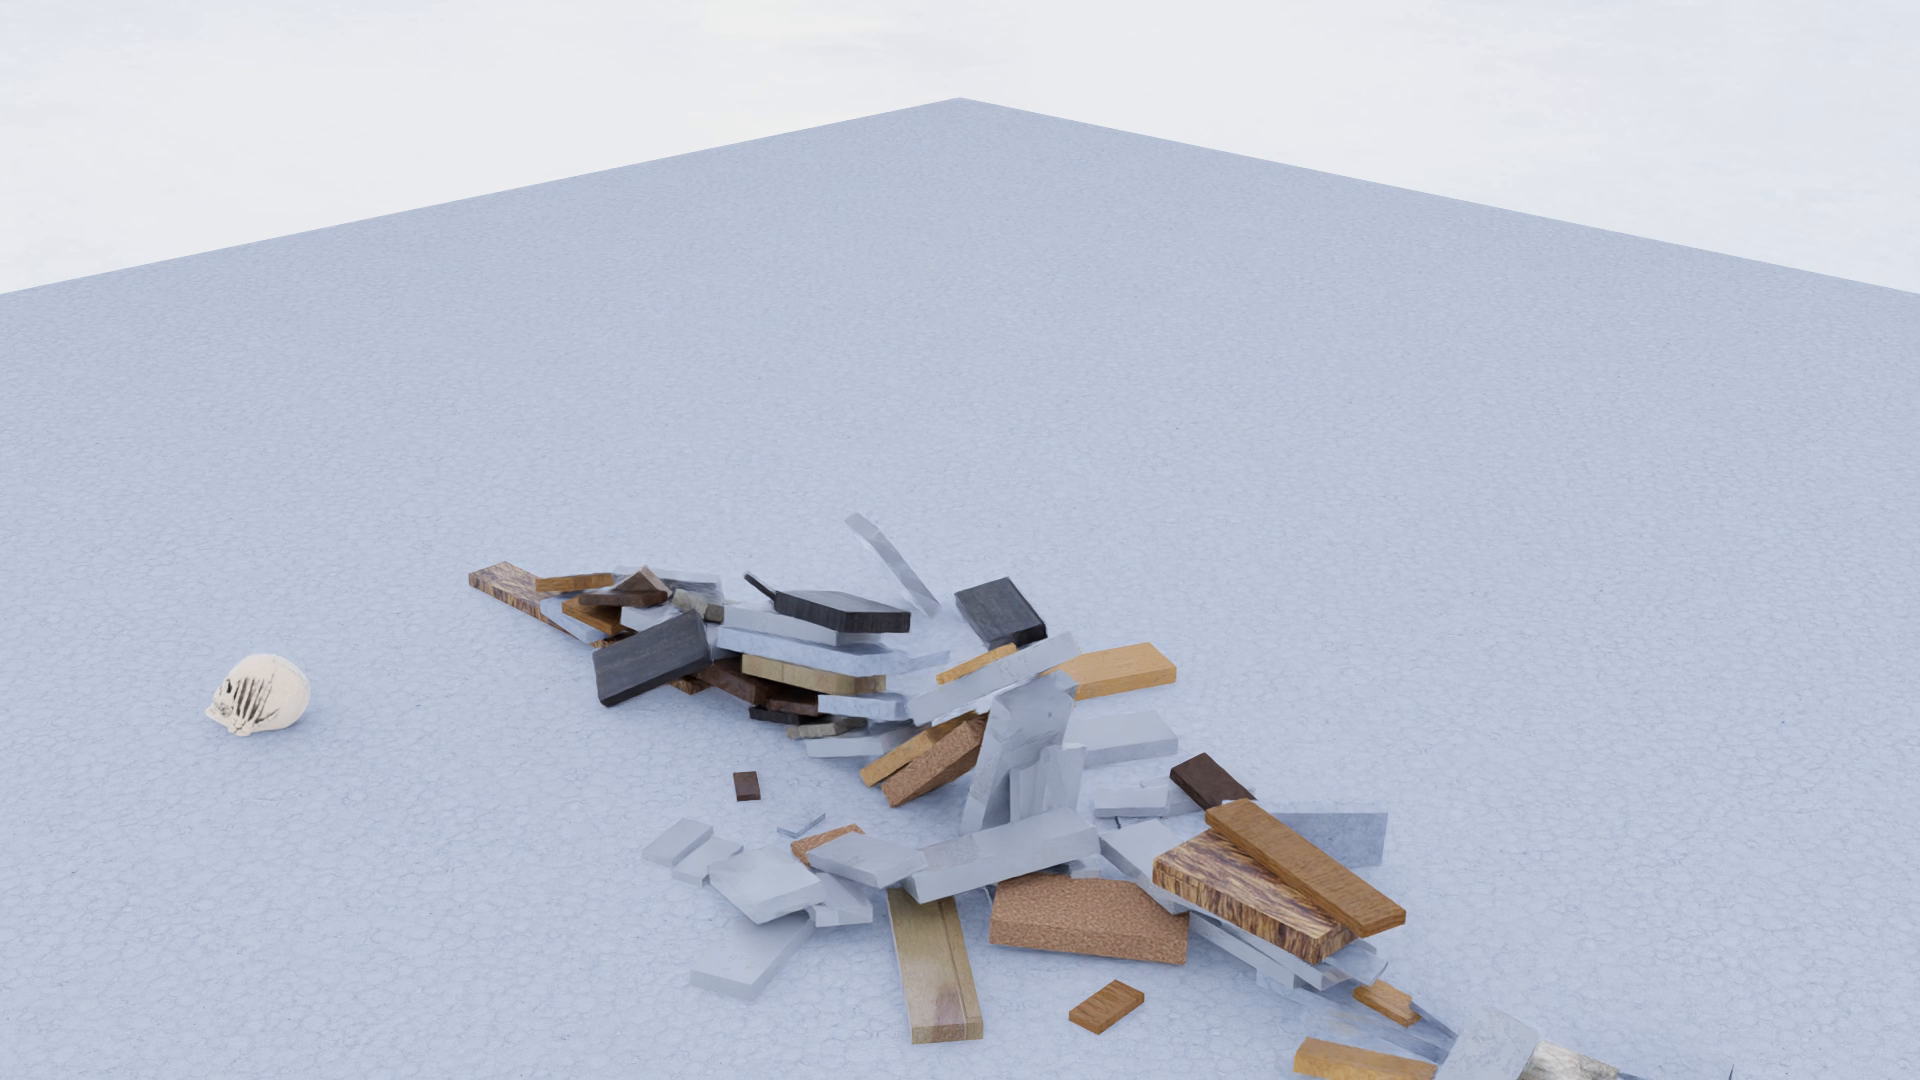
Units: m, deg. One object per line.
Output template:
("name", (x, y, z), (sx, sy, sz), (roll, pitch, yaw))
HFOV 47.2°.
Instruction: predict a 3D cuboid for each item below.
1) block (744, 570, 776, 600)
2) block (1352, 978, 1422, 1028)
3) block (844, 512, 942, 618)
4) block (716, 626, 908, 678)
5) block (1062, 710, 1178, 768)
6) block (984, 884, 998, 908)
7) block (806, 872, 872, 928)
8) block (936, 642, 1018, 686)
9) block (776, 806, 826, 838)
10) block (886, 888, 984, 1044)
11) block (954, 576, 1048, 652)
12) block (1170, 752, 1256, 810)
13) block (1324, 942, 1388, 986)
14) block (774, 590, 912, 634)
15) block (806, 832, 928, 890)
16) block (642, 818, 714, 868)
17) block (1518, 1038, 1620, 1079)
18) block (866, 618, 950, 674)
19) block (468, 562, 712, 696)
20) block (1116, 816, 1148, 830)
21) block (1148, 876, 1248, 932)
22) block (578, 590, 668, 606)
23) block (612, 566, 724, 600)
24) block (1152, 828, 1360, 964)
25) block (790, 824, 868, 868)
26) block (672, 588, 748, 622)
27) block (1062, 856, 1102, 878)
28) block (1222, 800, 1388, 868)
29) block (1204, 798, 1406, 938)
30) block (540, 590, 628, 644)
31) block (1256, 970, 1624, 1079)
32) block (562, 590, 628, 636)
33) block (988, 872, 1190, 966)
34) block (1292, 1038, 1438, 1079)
("block", (-0.359, 0.178, 5.049), (0.334, 0.014, 0.049), (38, 4, -9))
("block", (0.741, 0.795, 3.782), (0.058, 0.017, 0.117), (-19, 29, -37))
("block", (-0.161, 0.060, 5.290), (0.040, 0.280, 0.140), (-43, 33, -8))
("block", (-0.324, 0.238, 4.796), (0.420, 0.045, 0.160), (9, 7, 38))
("block", (0.314, 0.428, 4.703), (0.273, 0.039, 0.136), (-6, 23, -15))
("block", (0.082, 0.662, 4.177), (0.065, 0.018, 0.130), (-4, 23, -9))
("block", (-0.237, 0.666, 4.088), (0.105, 0.030, 0.211), (-2, 10, -15))
("block", (0.031, 0.234, 4.153), (0.146, 0.021, 0.073), (-26, -5, 31))
("block", (-0.318, 0.566, 4.409), (0.049, 0.014, 0.097), (14, 27, 30))
("block", (-0.049, 0.753, 3.942), (0.122, 0.035, 0.443), (-3, 23, -7))
("block", (0.095, 0.179, 5.256), (0.140, 0.040, 0.280), (-17, 26, -11))
("block", (0.520, 0.510, 4.452), (0.092, 0.026, 0.184), (-21, 46, -31))
("block", (0.667, 0.717, 3.772), (0.117, 0.017, 0.059), (26, 37, 28))
("block", (-0.258, 0.155, 4.767), (0.160, 0.045, 0.319), (1, 6, -32))
("block", (-0.178, 0.602, 4.148), (0.105, 0.030, 0.301), (-21, 10, -27))
("block", (-0.556, 0.596, 4.331), (0.071, 0.020, 0.142), (12, 26, 26))
("block", (0.944, 0.864, 3.598), (0.230, 0.033, 0.115), (17, 28, 34))
("block", (-0.136, 0.238, 5.156), (0.122, 0.035, 0.245), (-12, 26, -27))
("block", (-0.877, 0.201, 5.247), (0.867, 0.031, 0.110), (21, 31, 40))
("block", (0.349, 0.577, 4.379), (0.058, 0.016, 0.116), (-3, 23, -7))
("block", (0.488, 0.642, 3.941), (0.290, 0.031, 0.109), (17, 28, 36))
("block", (-0.783, 0.134, 5.109), (0.185, 0.026, 0.093), (0, 5, 29))
("block", (-0.696, 0.137, 5.265), (0.261, 0.131, 0.037), (5, 32, 12))
("block", (0.537, 0.620, 3.884), (0.178, 0.050, 0.368), (-20, 29, -39))
("block", (-0.253, 0.600, 4.321), (0.142, 0.020, 0.071), (-13, 26, -28))
("block", (-0.514, 0.172, 5.138), (0.301, 0.037, 0.131), (14, 5, -44))
("block", (0.223, 0.610, 4.150), (0.058, 0.016, 0.116), (1, 12, -13))
("block", (0.660, 0.567, 4.244), (0.313, 0.136, 0.039), (0, 33, 0))
("block", (0.604, 0.574, 3.893), (0.092, 0.026, 0.456), (-13, 25, -27))
("block", (-0.893, 0.181, 5.215), (0.110, 0.031, 0.221), (-17, 28, -35))
("block", (0.816, 0.839, 3.742), (0.660, 0.033, 0.115), (18, 29, 36))
("block", (-0.841, 0.171, 5.164), (0.185, 0.026, 0.093), (20, 30, 39))
("block", (0.241, 0.688, 4.032), (0.355, 0.050, 0.178), (5, 24, 6))
("block", (0.668, 0.870, 3.624), (0.219, 0.031, 0.109), (8, 4, 19))
